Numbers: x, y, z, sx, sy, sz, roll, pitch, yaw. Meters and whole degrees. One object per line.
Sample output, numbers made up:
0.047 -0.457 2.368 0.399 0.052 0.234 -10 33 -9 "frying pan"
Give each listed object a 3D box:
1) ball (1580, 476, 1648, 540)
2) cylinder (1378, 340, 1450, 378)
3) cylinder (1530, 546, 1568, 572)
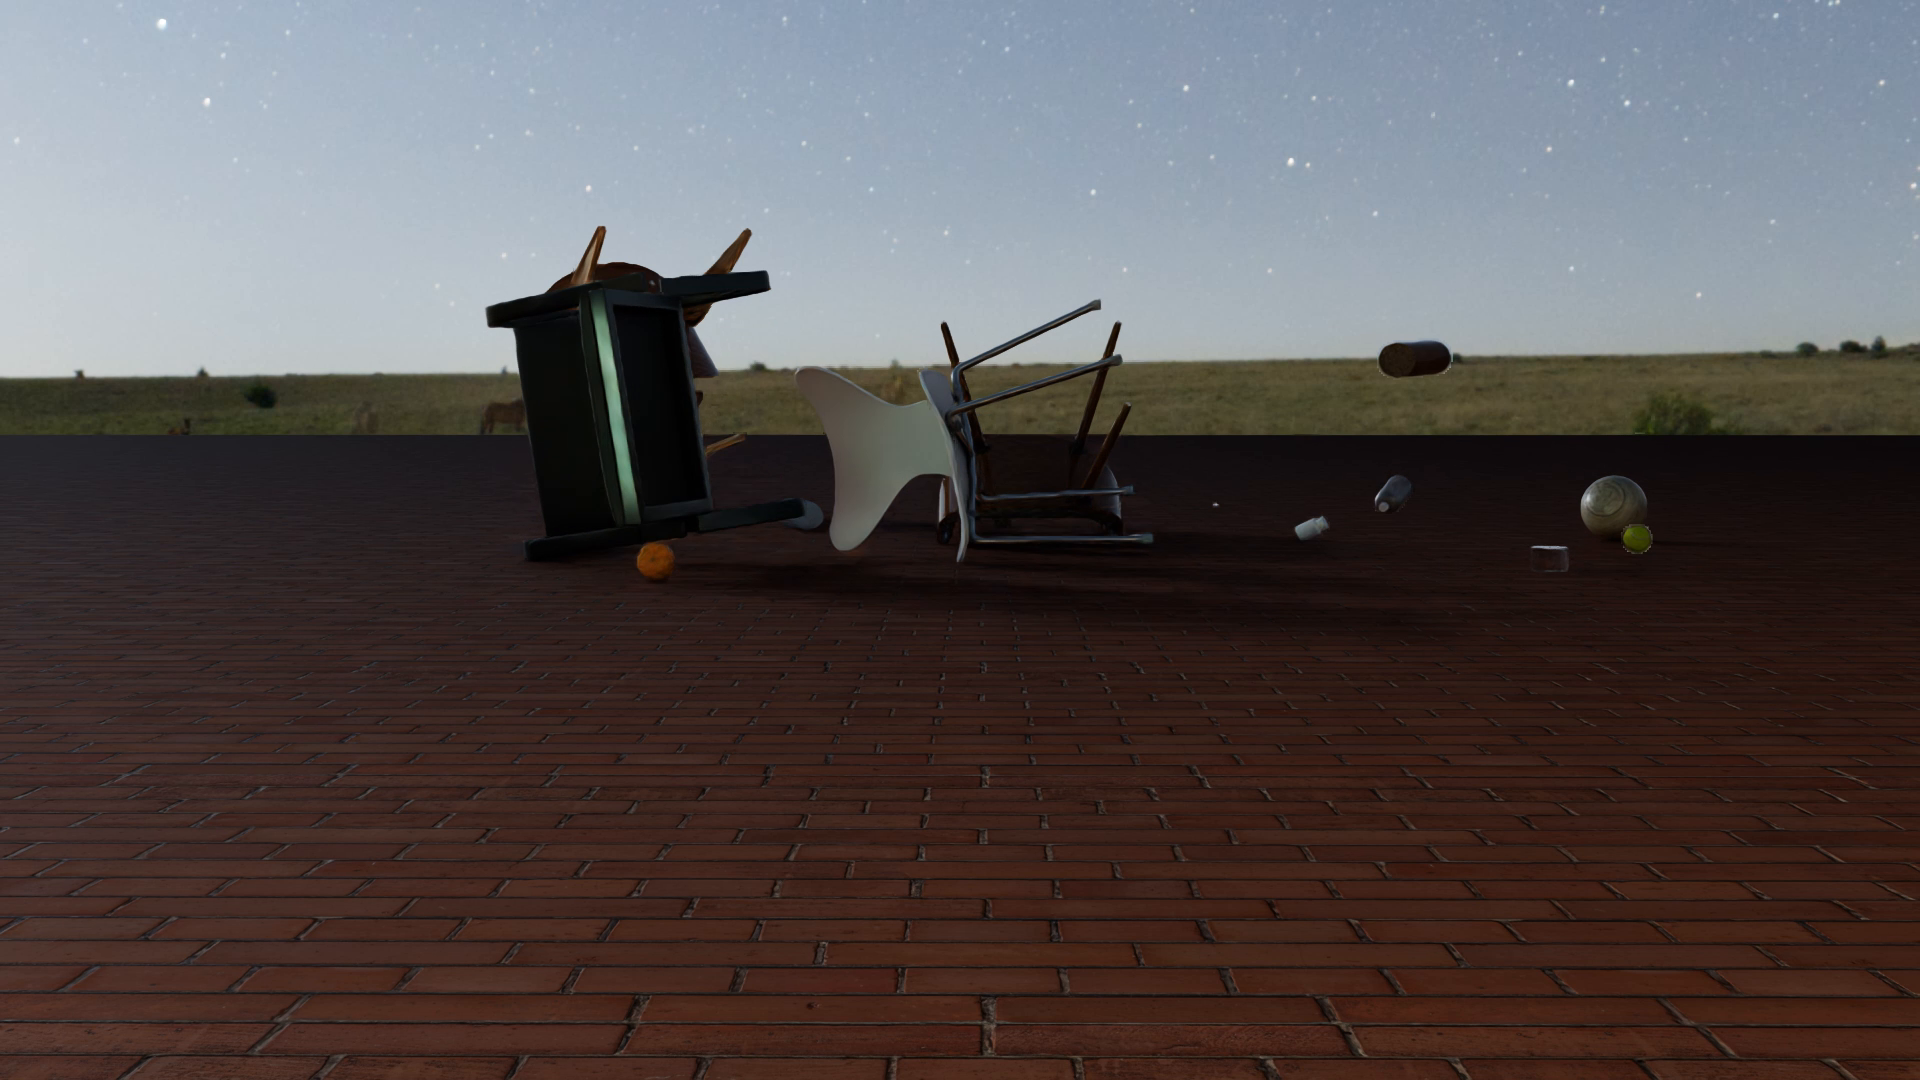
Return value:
1.939 -0.095 6.519 0.193 0.193 0.193 0 4 0 "ball"
1.258 -0.502 6.087 0.162 0.094 0.123 -8 8 -42 "cylinder"
1.459 0.047 5.445 0.090 0.057 0.094 3 5 36 "cylinder"
